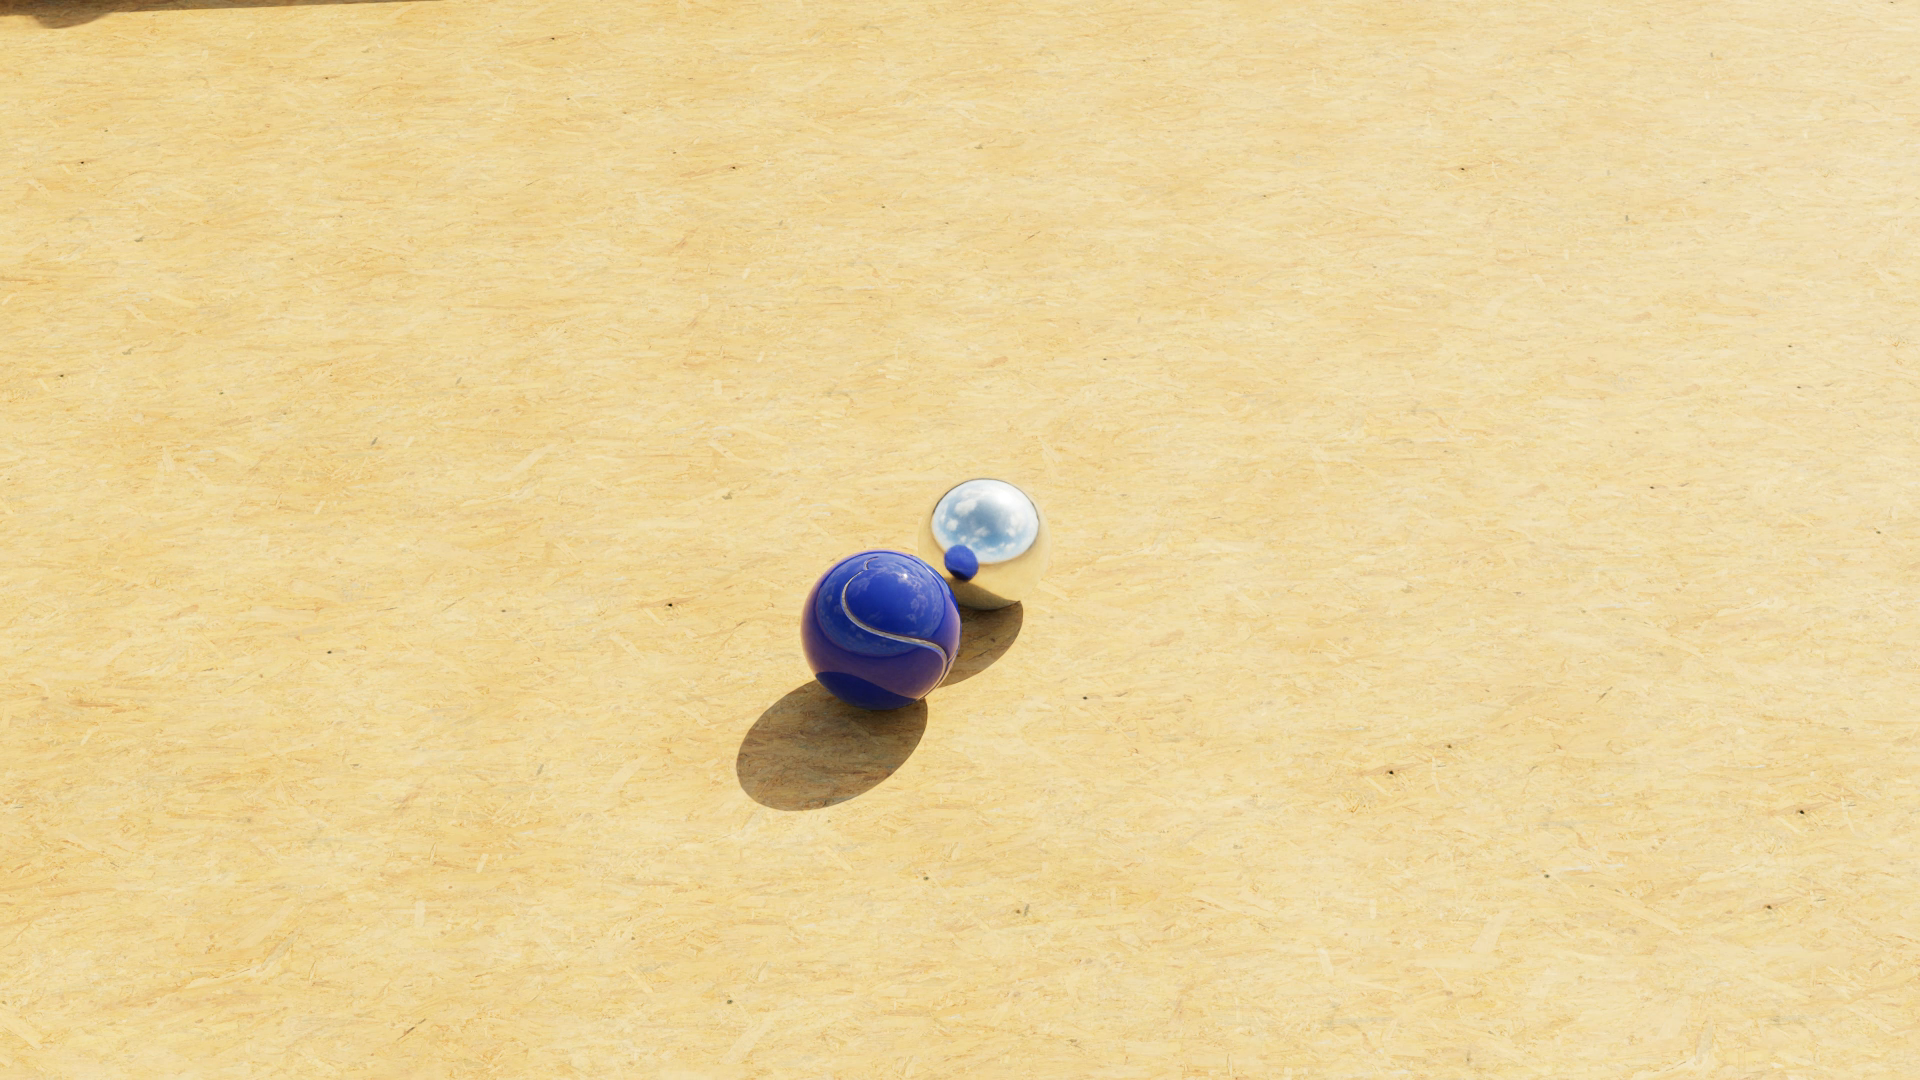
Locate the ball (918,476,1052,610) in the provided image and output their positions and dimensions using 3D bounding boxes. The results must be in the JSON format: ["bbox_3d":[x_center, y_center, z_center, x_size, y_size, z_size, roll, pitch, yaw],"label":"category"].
[{"bbox_3d":[0.015,0.002,1.542,0.081,0.081,0.081,0,37,0],"label":"ball"}]

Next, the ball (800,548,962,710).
[{"bbox_3d":[-0.045,0.051,1.466,0.093,0.093,0.093,0,37,0],"label":"ball"}]
